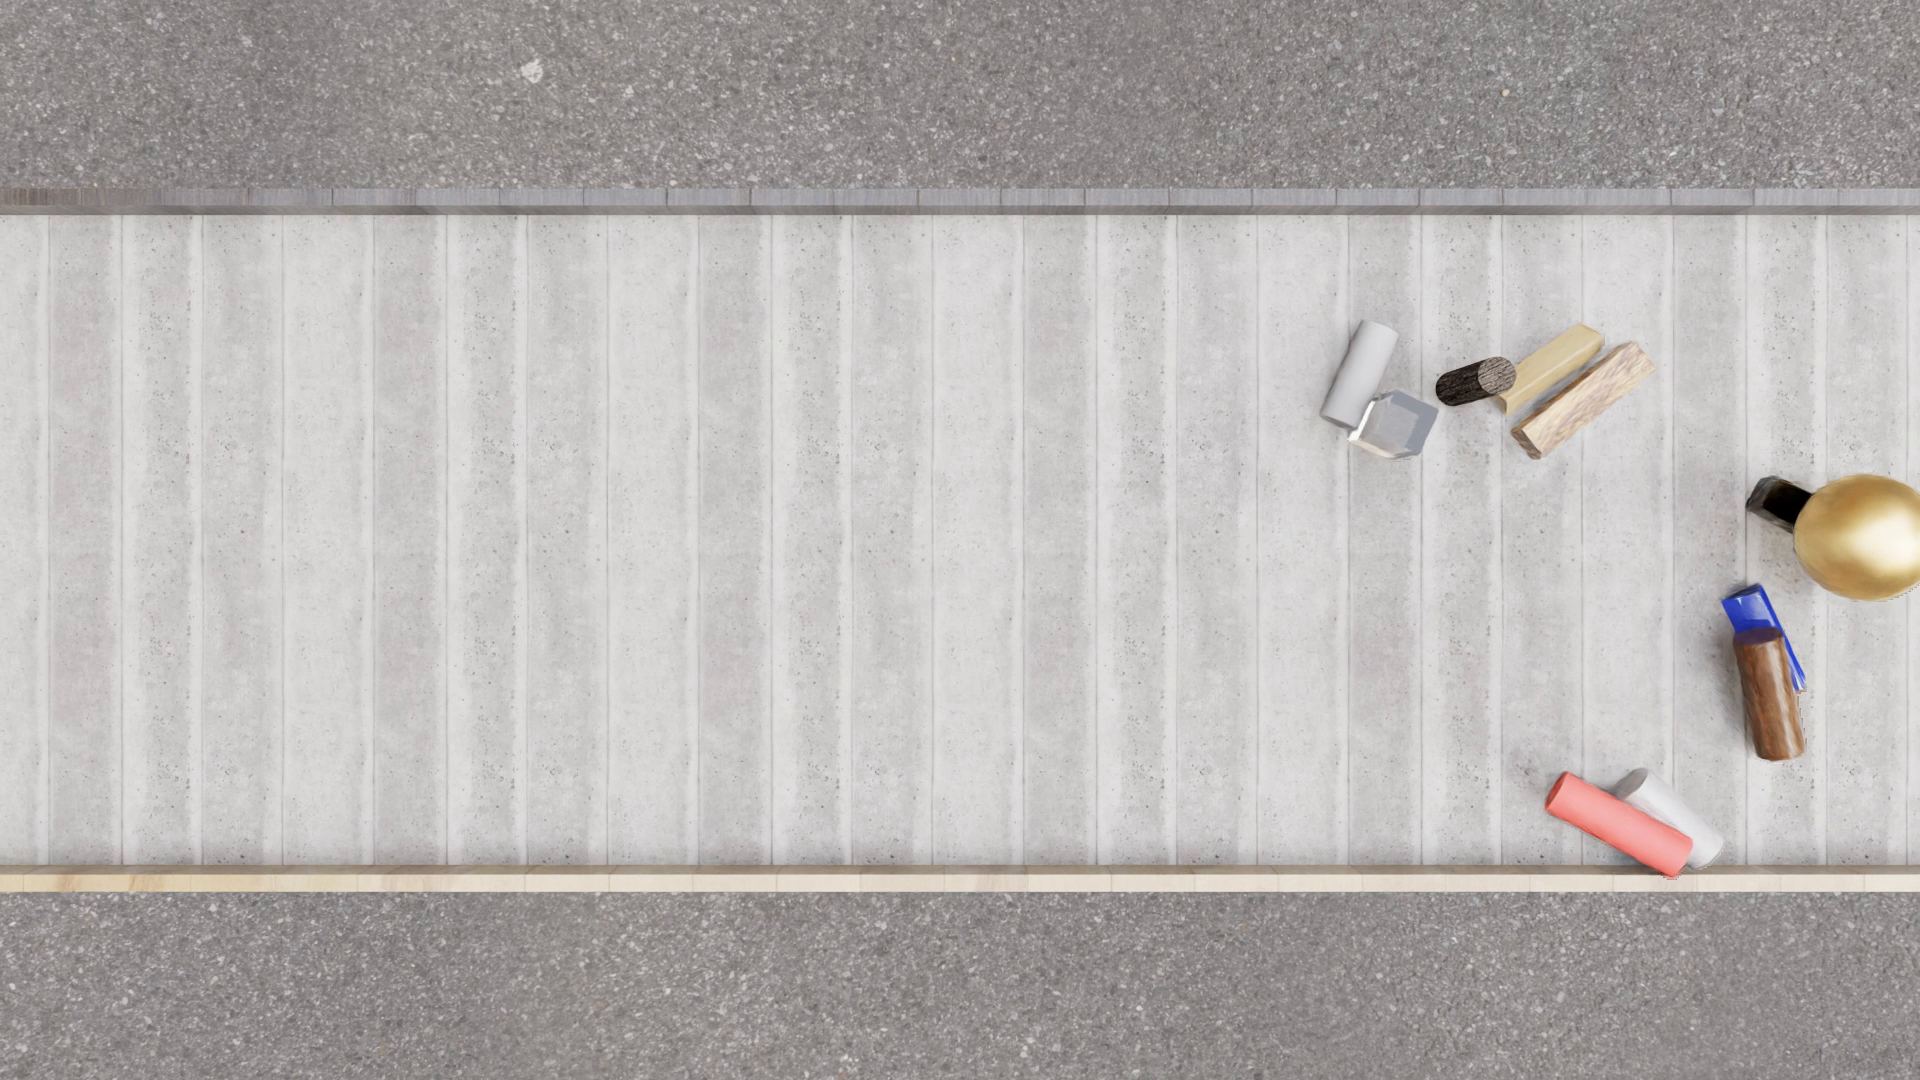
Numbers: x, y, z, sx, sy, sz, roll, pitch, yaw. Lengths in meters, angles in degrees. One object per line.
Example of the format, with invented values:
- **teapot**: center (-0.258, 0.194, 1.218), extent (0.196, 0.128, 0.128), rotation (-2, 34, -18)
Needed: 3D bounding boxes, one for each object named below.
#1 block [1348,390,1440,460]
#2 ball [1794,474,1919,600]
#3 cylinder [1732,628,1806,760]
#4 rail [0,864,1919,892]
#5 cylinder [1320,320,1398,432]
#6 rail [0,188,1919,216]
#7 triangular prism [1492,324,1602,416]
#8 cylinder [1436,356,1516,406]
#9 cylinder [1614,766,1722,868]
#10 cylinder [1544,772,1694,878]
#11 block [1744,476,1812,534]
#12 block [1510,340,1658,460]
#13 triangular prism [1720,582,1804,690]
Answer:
- **block**: center (1.288, -0.339, 4.910), extent (0.141, 0.332, 0.141), rotation (25, 90, 1)
- **ball**: center (2.602, -0.008, 4.744), extent (0.366, 0.366, 0.366), rotation (0, 90, 0)
- **cylinder**: center (2.439, 0.464, 4.970), extent (0.138, 0.138, 0.378), rotation (-17, 102, 0)
- **rail**: center (-2.247, 1.025, 5.001), extent (12.000, 0.150, 0.050), rotation (0, 90, 0)
- **cylinder**: center (1.214, -0.499, 5.015), extent (0.124, 0.124, 0.313), rotation (24, 90, 0)
- **rail**: center (-2.247, -1.025, 5.002), extent (12.000, 0.150, 0.050), rotation (0, 90, 0)
- **triangular prism**: center (1.791, -0.520, 5.022), extent (0.351, 0.097, 0.112), rotation (-34, 94, 0)
- **cylinder**: center (1.518, -0.465, 4.869), extent (0.108, 0.416, 0.108), rotation (0, 90, 0)
- **cylinder**: center (2.150, 0.844, 5.009), extent (0.306, 0.135, 0.135), rotation (43, 90, 0)
- **cylinder**: center (1.972, 0.851, 4.944), extent (0.401, 0.133, 0.133), rotation (29, 90, 13)
- **block**: center (2.591, -0.062, 5.023), extent (0.348, 0.108, 0.108), rotation (29, 90, 0)
- **block**: center (1.896, -0.424, 5.021), extent (0.433, 0.111, 0.111), rotation (-38, 90, 0)
- **triangular prism**: center (2.469, 0.304, 5.016), extent (0.133, 0.115, 0.322), rotation (-25, 90, 0)
